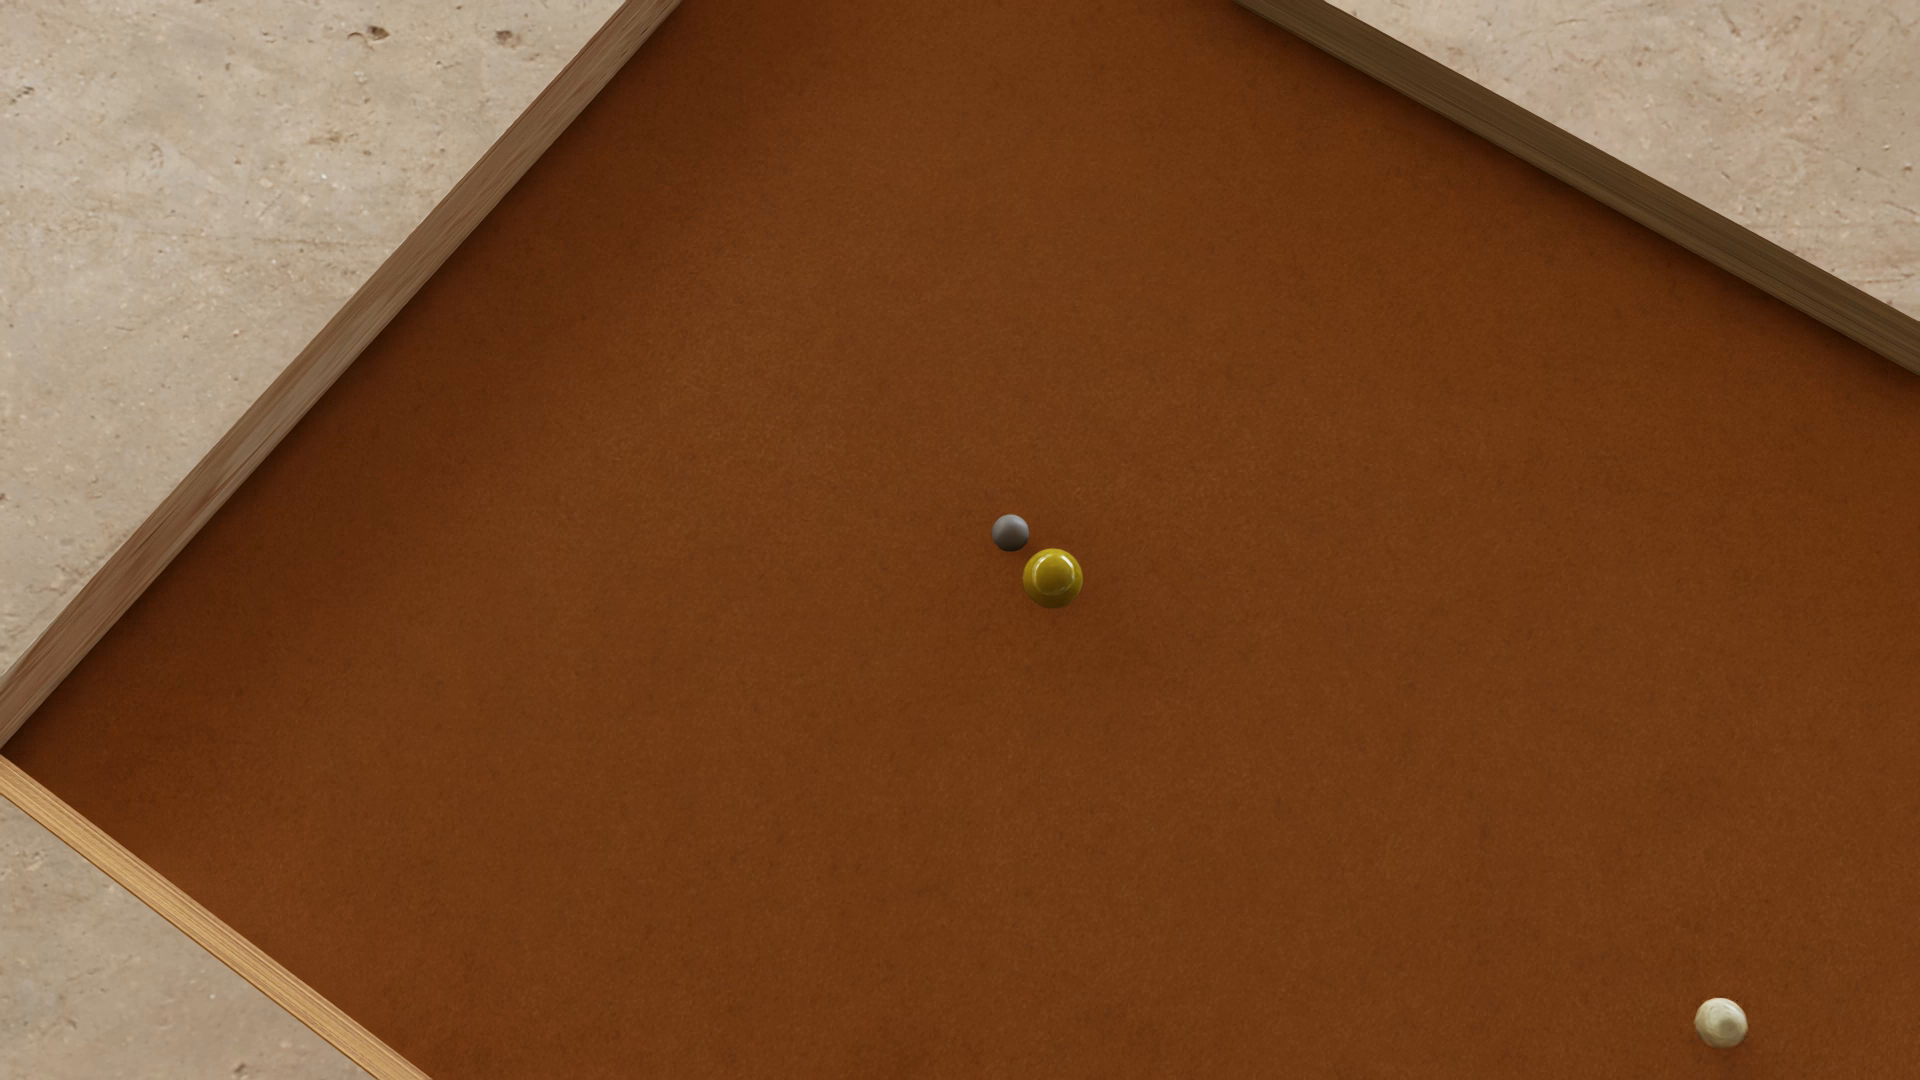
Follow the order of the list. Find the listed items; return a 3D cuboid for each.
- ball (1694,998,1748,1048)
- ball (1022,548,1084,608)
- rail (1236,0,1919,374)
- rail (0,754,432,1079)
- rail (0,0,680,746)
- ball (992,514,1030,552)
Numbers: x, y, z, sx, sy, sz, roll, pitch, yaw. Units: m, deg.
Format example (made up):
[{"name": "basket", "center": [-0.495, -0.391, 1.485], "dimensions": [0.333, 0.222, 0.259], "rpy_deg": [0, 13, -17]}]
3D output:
[{"name": "ball", "center": [1.115, 0.708, 3.221], "dimensions": [0.073, 0.073, 0.073], "rpy_deg": [0, 66, 0]}, {"name": "ball", "center": [0.147, 0.061, 3.494], "dimensions": [0.096, 0.096, 0.096], "rpy_deg": [0, 66, 0]}, {"name": "rail", "center": [1.523, -0.335, 3.652], "dimensions": [4.199, 0.125, 0.045], "rpy_deg": [32, 70, 13]}, {"name": "rail", "center": [0.203, 1.409, 2.882], "dimensions": [4.199, 0.125, 0.045], "rpy_deg": [32, 70, 13]}, {"name": "rail", "center": [-0.844, -0.544, 3.745], "dimensions": [0.045, 0.125, 2.367], "rpy_deg": [32, 70, 13]}, {"name": "ball", "center": [0.082, -0.011, 3.545], "dimensions": [0.061, 0.061, 0.061], "rpy_deg": [0, 66, 0]}]
